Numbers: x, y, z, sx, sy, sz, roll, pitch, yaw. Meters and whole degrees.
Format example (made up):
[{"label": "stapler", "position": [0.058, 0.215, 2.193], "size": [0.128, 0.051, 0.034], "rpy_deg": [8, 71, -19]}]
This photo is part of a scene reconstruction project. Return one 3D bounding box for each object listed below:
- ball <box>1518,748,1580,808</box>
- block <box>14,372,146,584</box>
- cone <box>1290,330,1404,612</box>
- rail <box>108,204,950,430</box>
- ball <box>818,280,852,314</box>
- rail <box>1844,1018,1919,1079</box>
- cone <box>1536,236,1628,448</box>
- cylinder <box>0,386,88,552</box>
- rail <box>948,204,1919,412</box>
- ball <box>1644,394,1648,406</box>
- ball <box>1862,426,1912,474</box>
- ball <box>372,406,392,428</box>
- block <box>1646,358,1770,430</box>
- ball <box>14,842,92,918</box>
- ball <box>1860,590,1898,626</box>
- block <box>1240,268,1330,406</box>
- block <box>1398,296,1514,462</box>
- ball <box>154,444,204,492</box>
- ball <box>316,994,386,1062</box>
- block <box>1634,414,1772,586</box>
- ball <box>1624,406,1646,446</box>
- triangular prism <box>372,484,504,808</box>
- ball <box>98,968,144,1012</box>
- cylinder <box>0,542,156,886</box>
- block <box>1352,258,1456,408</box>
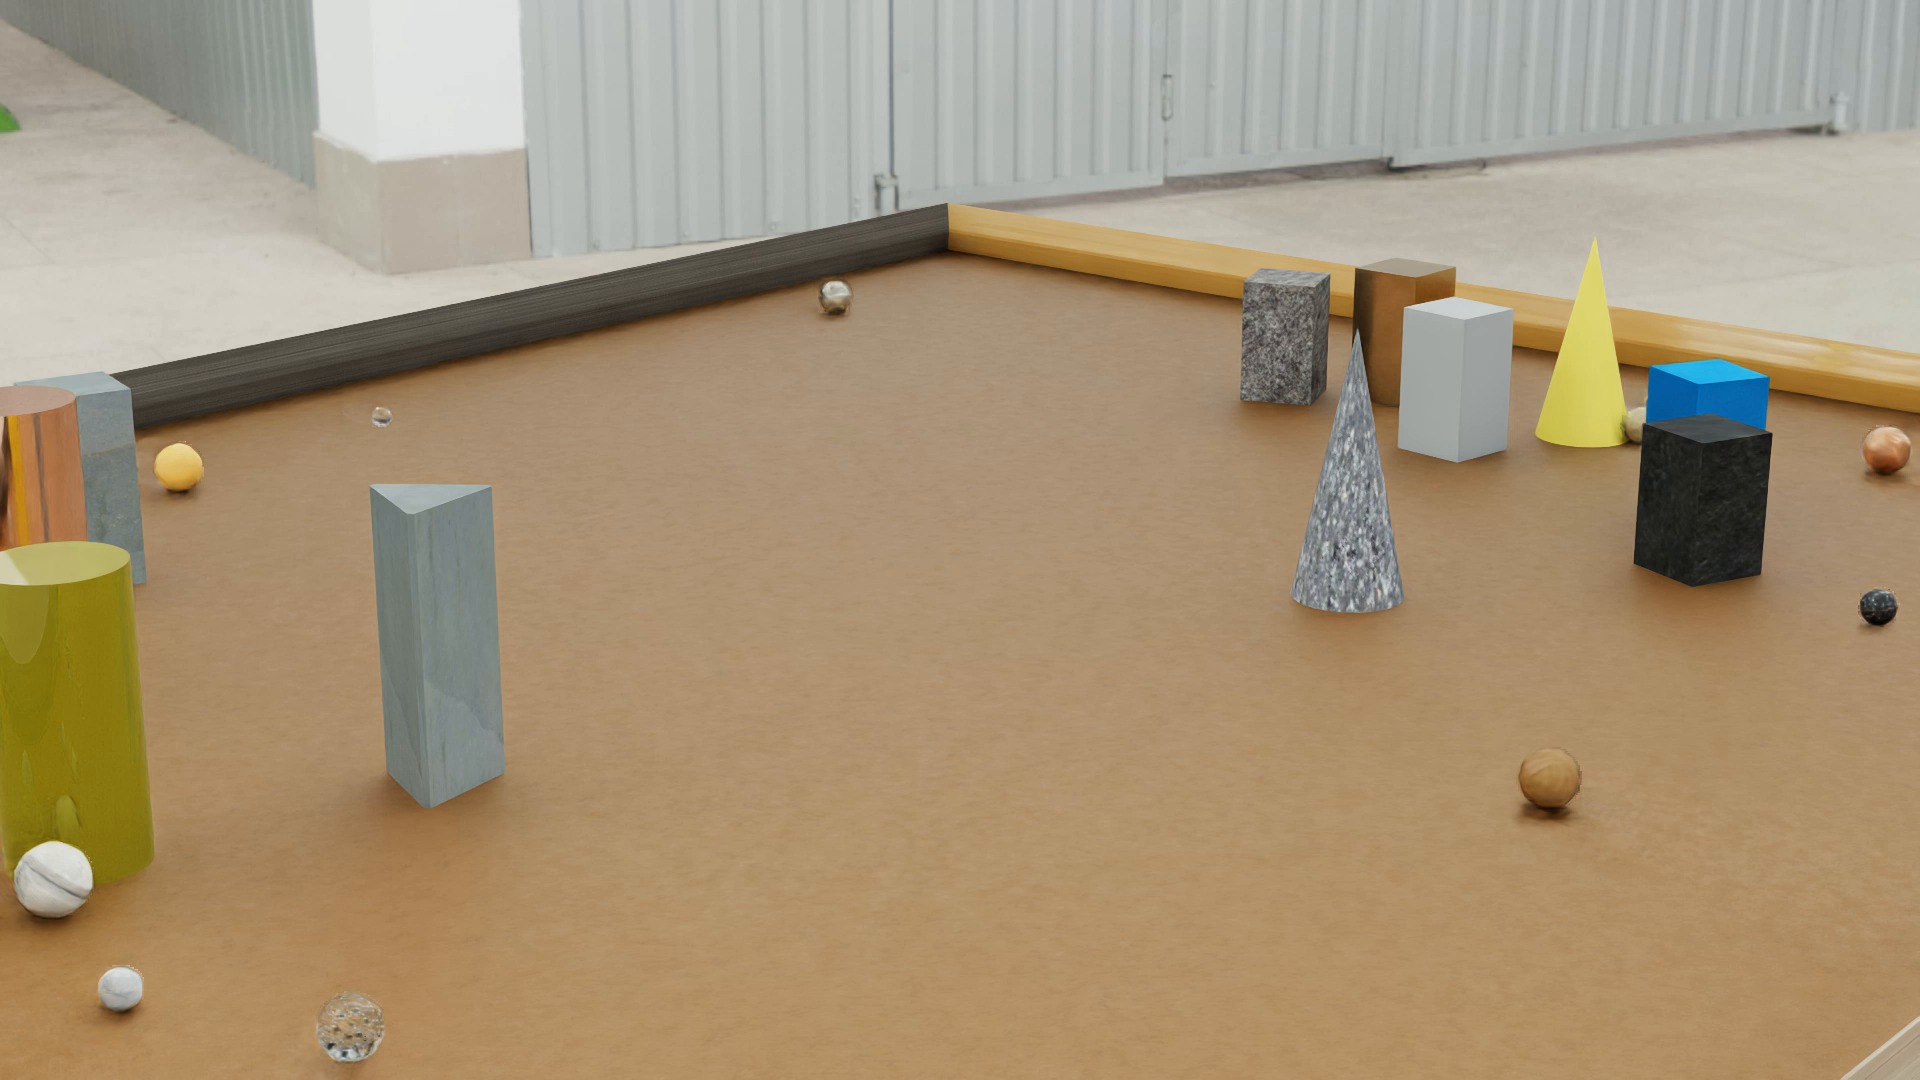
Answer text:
[{"label": "ball", "position": [0.840, 0.340, 4.178], "size": [0.085, 0.085, 0.085], "rpy_deg": [0, 17, 0]}, {"label": "block", "position": [-1.553, -0.101, 5.175], "size": [0.158, 0.353, 0.158], "rpy_deg": [-11, 20, -31]}, {"label": "cone", "position": [0.678, -0.134, 5.064], "size": [0.198, 0.481, 0.198], "rpy_deg": [0, 17, 0]}, {"label": "rail", "position": [-1.547, -0.355, 6.406], "size": [0.045, 0.129, 4.670], "rpy_deg": [14, 22, 39]}, {"label": "ball", "position": [-0.312, -0.606, 7.321], "size": [0.083, 0.083, 0.083], "rpy_deg": [0, 17, 0]}, {"label": "rail", "position": [1.547, 0.420, 3.833], "size": [0.045, 0.129, 4.670], "rpy_deg": [14, 22, 39]}, {"label": "cone", "position": [1.314, -0.426, 6.126], "size": [0.198, 0.428, 0.198], "rpy_deg": [0, 17, 0]}, {"label": "cylinder", "position": [-1.468, 0.011, 4.596], "size": [0.198, 0.473, 0.198], "rpy_deg": [0, 17, 0]}, {"label": "rail", "position": [1.515, -0.471, 6.791], "size": [4.146, 0.129, 0.045], "rpy_deg": [14, 22, 39]}, {"label": "ball", "position": [1.510, -0.301, 6.380], "size": [0.042, 0.042, 0.042], "rpy_deg": [0, 17, 0]}, {"label": "ball", "position": [1.862, -0.181, 5.892], "size": [0.094, 0.094, 0.094], "rpy_deg": [0, 17, 0]}, {"label": "ball", "position": [-1.232, -0.262, 6.249], "size": [0.044, 0.044, 0.044], "rpy_deg": [0, 17, 0]}, {"label": "block", "position": [1.417, -0.186, 5.587], "size": [0.158, 0.279, 0.158], "rpy_deg": [-6, 18, -20]}, {"label": "ball", "position": [-1.180, 0.442, 3.814], "size": [0.099, 0.099, 0.099], "rpy_deg": [0, 17, 0]}, {"label": "ball", "position": [1.556, 0.114, 4.968], "size": [0.062, 0.062, 0.062], "rpy_deg": [0, 17, 0]}, {"label": "block", "position": [0.720, -0.451, 6.490], "size": [0.158, 0.265, 0.158], "rpy_deg": [6, 18, 19]}, {"label": "block", "position": [1.021, -0.332, 6.040], "size": [0.158, 0.297, 0.158], "rpy_deg": [-14, 22, -39]}, {"label": "ball", "position": [-1.537, -0.143, 5.767], "size": [0.093, 0.093, 0.093], "rpy_deg": [0, 17, 0]}, {"label": "ball", "position": [-0.712, 0.570, 3.425], "size": [0.079, 0.079, 0.079], "rpy_deg": [0, 17, 0]}, {"label": "block", "position": [1.327, -0.073, 5.242], "size": [0.158, 0.262, 0.158], "rpy_deg": [-9, 19, -26]}, {"label": "ball", "position": [1.421, -0.237, 6.103], "size": [0.079, 0.079, 0.079], "rpy_deg": [0, 17, 0]}, {"label": "triangular prism", "position": [-0.779, 0.141, 4.225], "size": [0.148, 0.438, 0.171], "rpy_deg": [10, 19, 30]}, {"label": "ball", "position": [-1.018, 0.545, 3.554], "size": [0.053, 0.053, 0.053], "rpy_deg": [0, 17, 0]}, {"label": "cylinder", "position": [-1.201, 0.233, 3.942], "size": [0.198, 0.425, 0.198], "rpy_deg": [0, 17, 0]}, {"label": "block", "position": [0.976, -0.456, 6.460], "size": [0.158, 0.293, 0.158], "rpy_deg": [15, 22, 40]}]
